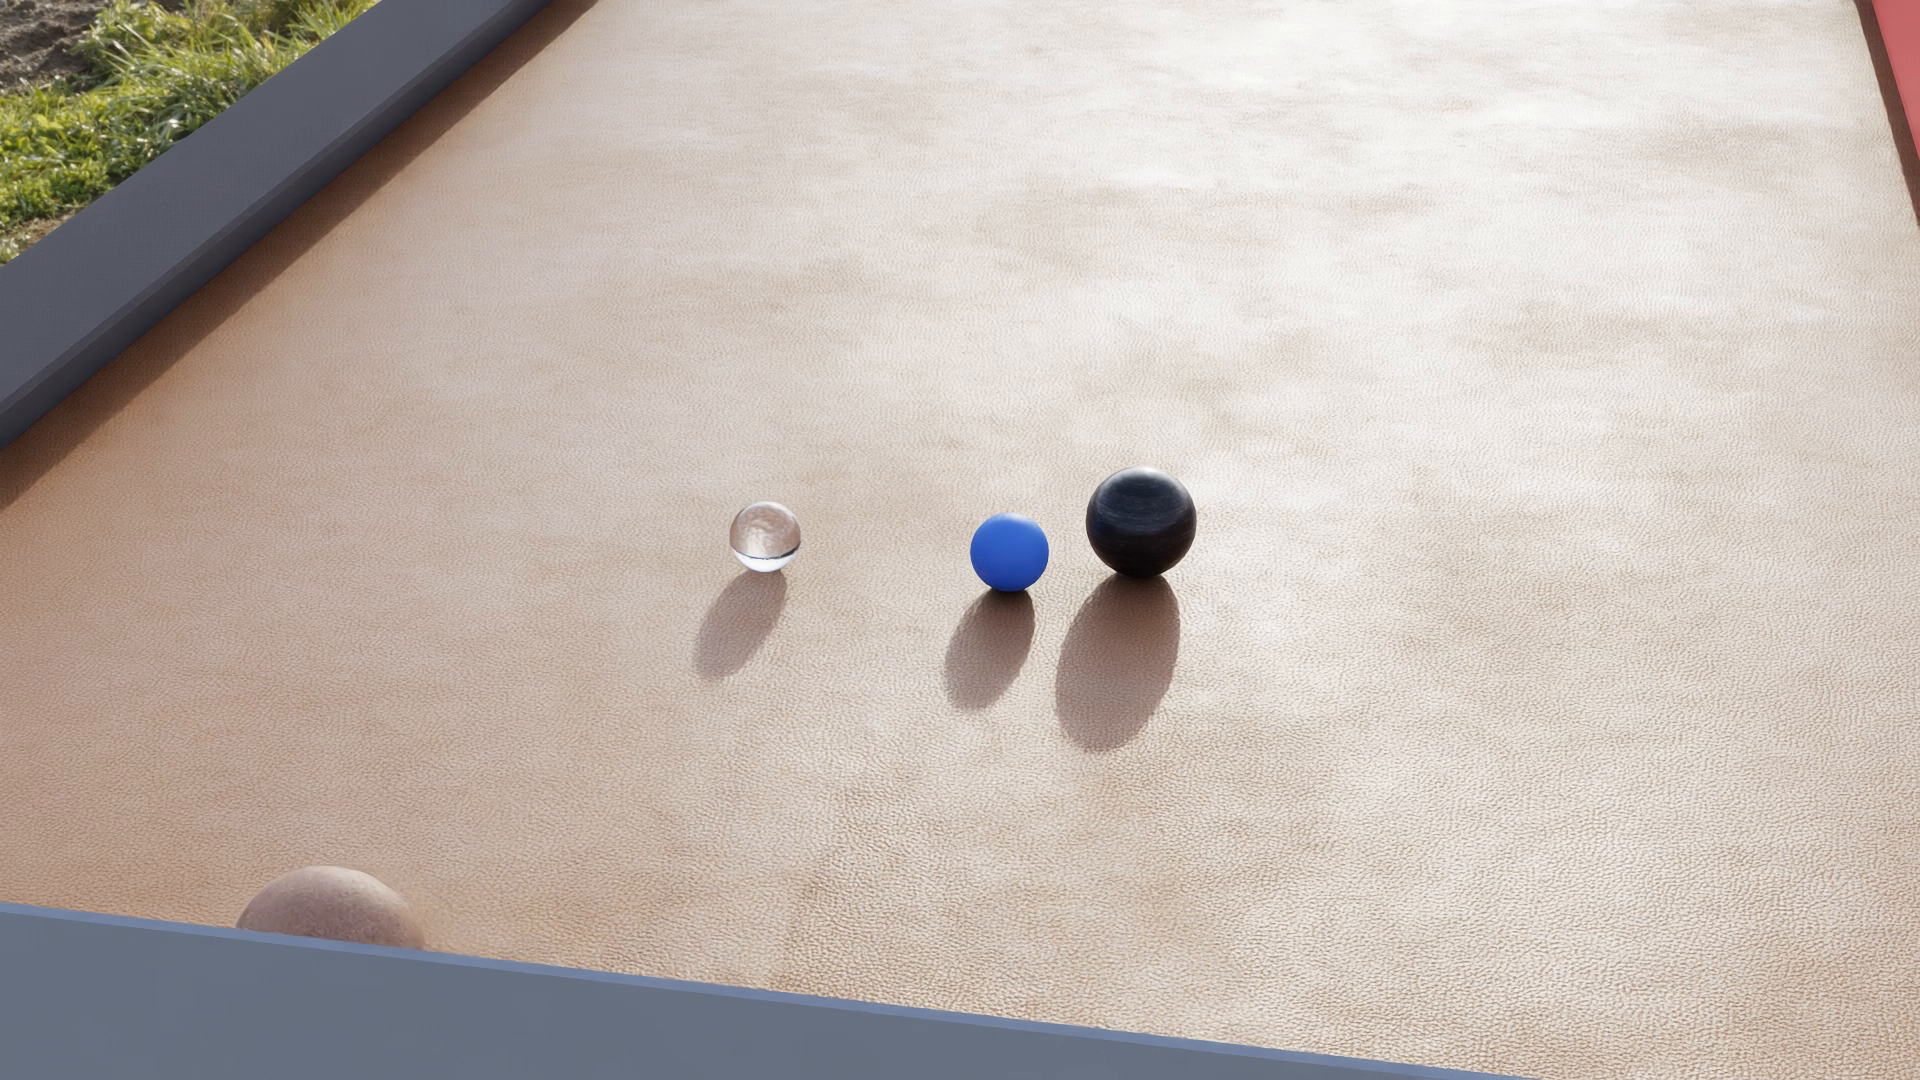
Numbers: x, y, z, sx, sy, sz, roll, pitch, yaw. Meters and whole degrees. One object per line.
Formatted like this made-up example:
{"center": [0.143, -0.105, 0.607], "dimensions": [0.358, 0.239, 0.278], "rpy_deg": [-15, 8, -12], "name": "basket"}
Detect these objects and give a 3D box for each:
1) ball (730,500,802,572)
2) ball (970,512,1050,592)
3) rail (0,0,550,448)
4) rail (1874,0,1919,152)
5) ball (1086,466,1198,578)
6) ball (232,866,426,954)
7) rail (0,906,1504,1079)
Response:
{"center": [-0.127, -0.002, 1.917], "dimensions": [0.047, 0.047, 0.047], "rpy_deg": [0, 26, 0], "name": "ball"}
{"center": [0.032, 0.008, 1.891], "dimensions": [0.051, 0.051, 0.051], "rpy_deg": [0, 26, 0], "name": "ball"}
{"center": [-0.547, -0.372, 2.600], "dimensions": [0.045, 0.124, 2.658], "rpy_deg": [5, 26, 10], "name": "rail"}
{"center": [0.808, -0.255, 2.355], "dimensions": [0.045, 0.124, 2.658], "rpy_deg": [5, 26, 10], "name": "rail"}
{"center": [0.118, -0.012, 1.908], "dimensions": [0.073, 0.073, 0.073], "rpy_deg": [0, 26, 0], "name": "ball"}
{"center": [-0.307, 0.206, 1.425], "dimensions": [0.095, 0.095, 0.095], "rpy_deg": [0, 26, 0], "name": "ball"}
{"center": [-0.126, 0.238, 1.322], "dimensions": [1.429, 0.124, 0.045], "rpy_deg": [5, 26, 10], "name": "rail"}
